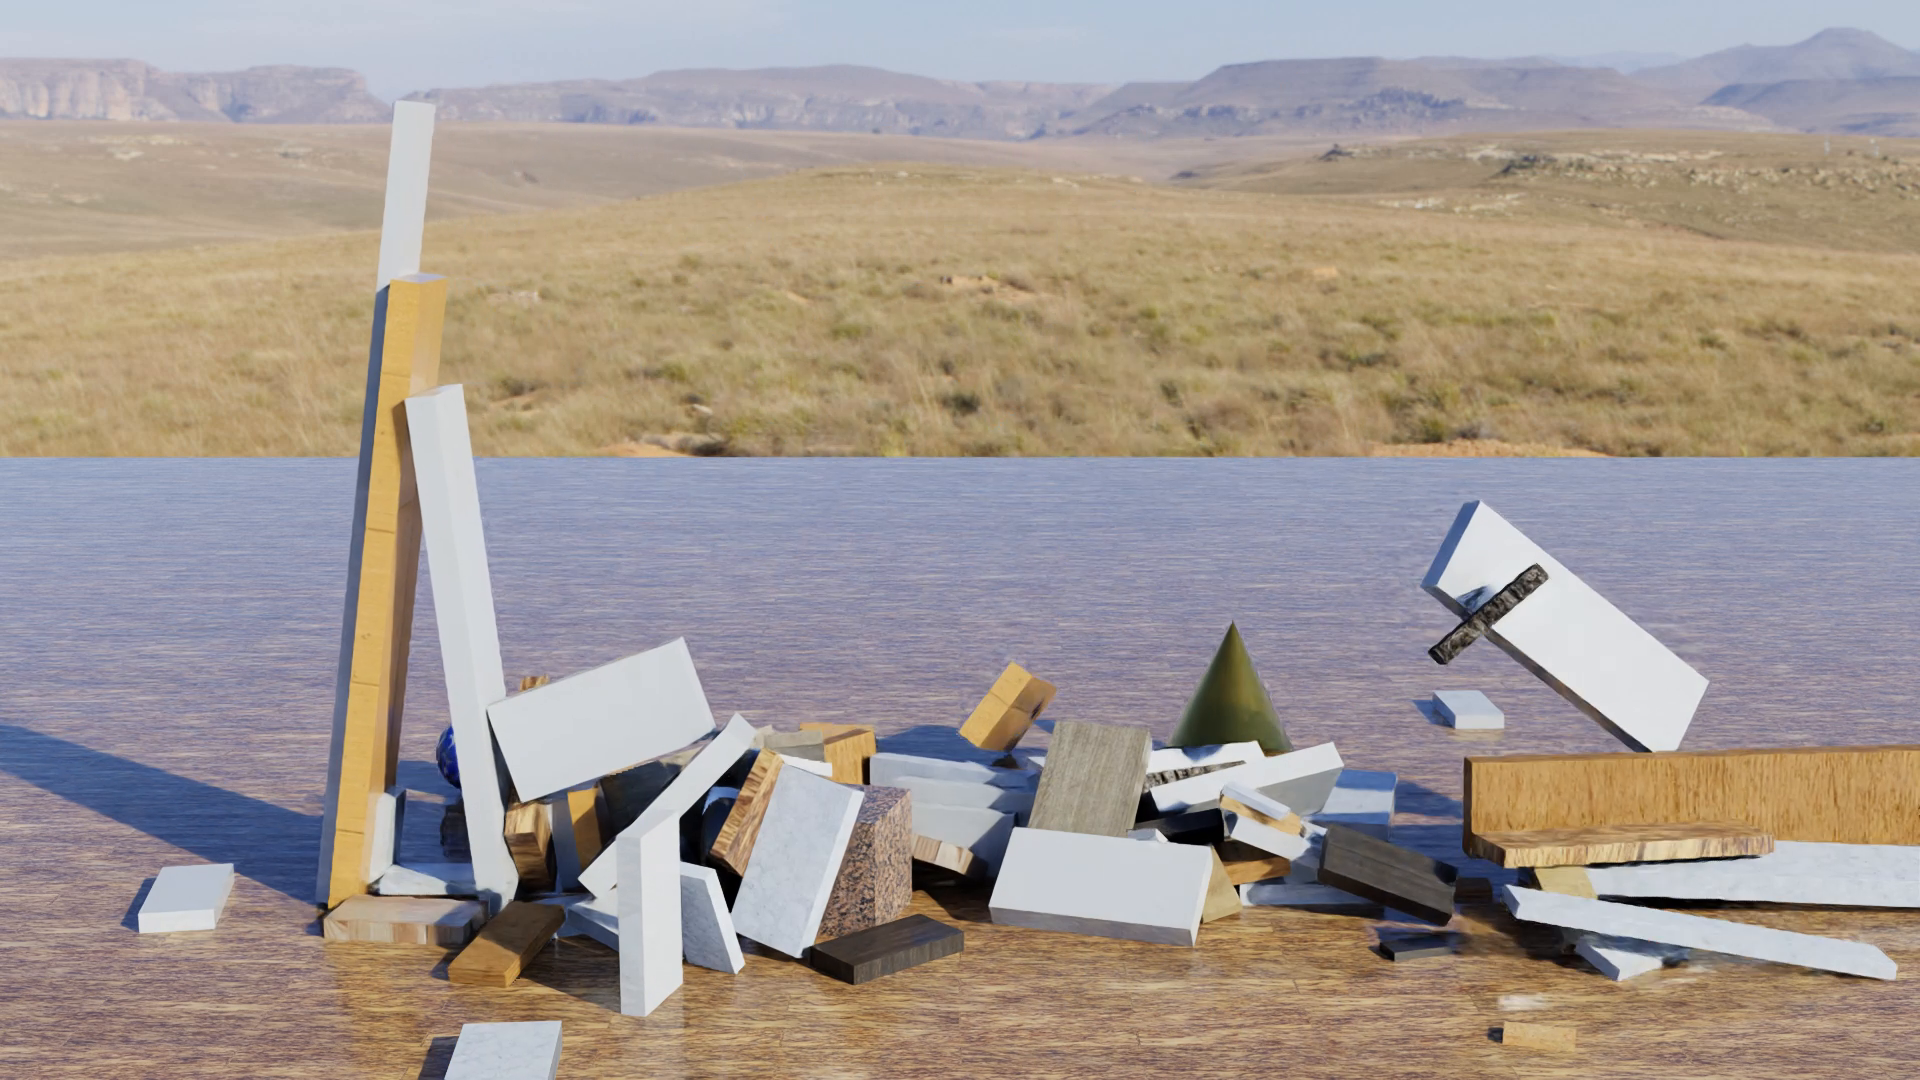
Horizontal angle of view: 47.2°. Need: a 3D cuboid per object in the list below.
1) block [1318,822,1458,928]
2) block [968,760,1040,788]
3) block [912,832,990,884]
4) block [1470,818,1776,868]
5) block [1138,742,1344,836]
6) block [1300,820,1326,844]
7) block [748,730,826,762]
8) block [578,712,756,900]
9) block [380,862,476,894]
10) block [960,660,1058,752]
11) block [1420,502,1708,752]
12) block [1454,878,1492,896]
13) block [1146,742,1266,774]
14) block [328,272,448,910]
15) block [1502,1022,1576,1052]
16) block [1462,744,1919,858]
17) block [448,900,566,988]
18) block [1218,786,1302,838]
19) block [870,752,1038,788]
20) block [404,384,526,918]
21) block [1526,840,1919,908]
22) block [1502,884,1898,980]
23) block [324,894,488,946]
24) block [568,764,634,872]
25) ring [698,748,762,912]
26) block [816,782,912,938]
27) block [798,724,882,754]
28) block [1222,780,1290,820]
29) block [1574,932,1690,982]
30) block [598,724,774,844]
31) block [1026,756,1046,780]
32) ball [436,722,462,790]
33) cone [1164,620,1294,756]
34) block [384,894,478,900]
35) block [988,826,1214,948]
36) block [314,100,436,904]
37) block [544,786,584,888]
[{"bbox_3d":[0.690,0.539,3.550,0.217,0.031,0.108,20,39,3],"label":"block"},{"bbox_3d":[0.063,0.482,4.132,0.153,0.043,0.307,-9,14,-41],"label":"block"},{"bbox_3d":[-0.125,0.508,3.718,0.330,0.039,0.136,14,-13,23],"label":"block"},{"bbox_3d":[1.082,0.494,3.585,0.491,0.031,0.108,-1,7,-15],"label":"block"},{"bbox_3d":[0.485,0.453,3.834,0.343,0.171,0.049,-12,58,-14],"label":"block"},{"bbox_3d":[0.612,0.494,3.637,0.106,0.015,0.053,20,10,-10],"label":"block"},{"bbox_3d":[-0.321,0.361,3.702,0.185,0.026,0.092,-5,-33,-3],"label":"block"},{"bbox_3d":[-0.464,0.421,3.511,0.047,0.334,0.167,44,3,-3],"label":"block"},{"bbox_3d":[-0.862,0.560,3.634,0.171,0.024,0.086,0,11,1],"label":"block"},{"bbox_3d":[0.099,0.328,4.263,0.046,0.164,0.499,37,0,10],"label":"block"},{"bbox_3d":[1.046,0.164,3.787,0.565,0.171,0.049,36,-16,-17],"label":"block"},{"bbox_3d":[0.839,0.580,3.685,0.097,0.014,0.049,0,11,2],"label":"block"},{"bbox_3d":[0.387,0.438,3.975,0.329,0.164,0.047,0,53,-40],"label":"block"},{"bbox_3d":[-0.928,0.087,3.564,0.047,1.031,0.165,9,11,0],"label":"block"},{"bbox_3d":[0.810,0.694,3.073,0.097,0.014,0.049,3,11,16],"label":"block"},{"bbox_3d":[1.265,0.444,3.747,0.816,0.164,0.047,-1,7,-4],"label":"block"},{"bbox_3d":[-0.692,0.617,3.367,0.092,0.026,0.212,3,19,14],"label":"block"},{"bbox_3d":[0.495,0.448,3.629,0.136,0.019,0.068,22,10,2],"label":"block"},{"bbox_3d":[-0.015,0.471,3.887,0.305,0.153,0.043,5,9,24],"label":"block"},{"bbox_3d":[-0.790,0.180,3.553,0.047,0.849,0.167,-5,10,3],"label":"block"},{"bbox_3d":[1.424,0.548,3.624,0.978,0.043,0.153,2,15,-1],"label":"block"},{"bbox_3d":[1.116,0.593,3.324,0.578,0.024,0.084,10,10,-1],"label":"block"},{"bbox_3d":[-0.880,0.605,3.501,0.229,0.032,0.114,1,11,8],"label":"block"},{"bbox_3d":[-0.613,0.447,3.803,0.042,0.147,0.363,-7,11,2],"label":"block"},{"bbox_3d":[-0.346,0.476,3.564,0.093,0.280,0.280,7,12,13],"label":"ring"},{"bbox_3d":[-0.198,0.514,3.552,0.192,0.192,0.192,3,11,16],"label":"block"},{"bbox_3d":[-0.224,0.431,4.265,0.147,0.042,0.293,2,17,-12],"label":"block"},{"bbox_3d":[0.487,0.428,3.613,0.106,0.015,0.053,25,10,19],"label":"block"},{"bbox_3d":[1.029,0.623,3.360,0.167,0.024,0.084,-8,32,-34],"label":"block"},{"bbox_3d":[-0.449,0.439,3.822,0.043,0.153,0.408,-20,-4,35],"label":"block"},{"bbox_3d":[0.368,0.439,4.225,0.474,0.030,0.104,1,7,-20],"label":"block"},{"bbox_3d":[-0.928,0.408,4.226,0.154,0.154,0.154,0,11,0],"label":"ball"},{"bbox_3d":[0.539,0.289,4.369,0.261,0.261,0.261,3,-9,0],"label":"cone"},{"bbox_3d":[-0.862,0.578,3.665,0.171,0.024,0.086,1,11,8],"label":"block"},{"bbox_3d":[0.226,0.553,3.517,0.328,0.046,0.164,3,44,18],"label":"block"},{"bbox_3d":[-0.947,-0.049,3.556,0.032,1.306,0.114,9,10,0],"label":"block"},{"bbox_3d":[-0.658,0.453,3.824,0.047,0.165,0.330,-7,18,2],"label":"block"}]
